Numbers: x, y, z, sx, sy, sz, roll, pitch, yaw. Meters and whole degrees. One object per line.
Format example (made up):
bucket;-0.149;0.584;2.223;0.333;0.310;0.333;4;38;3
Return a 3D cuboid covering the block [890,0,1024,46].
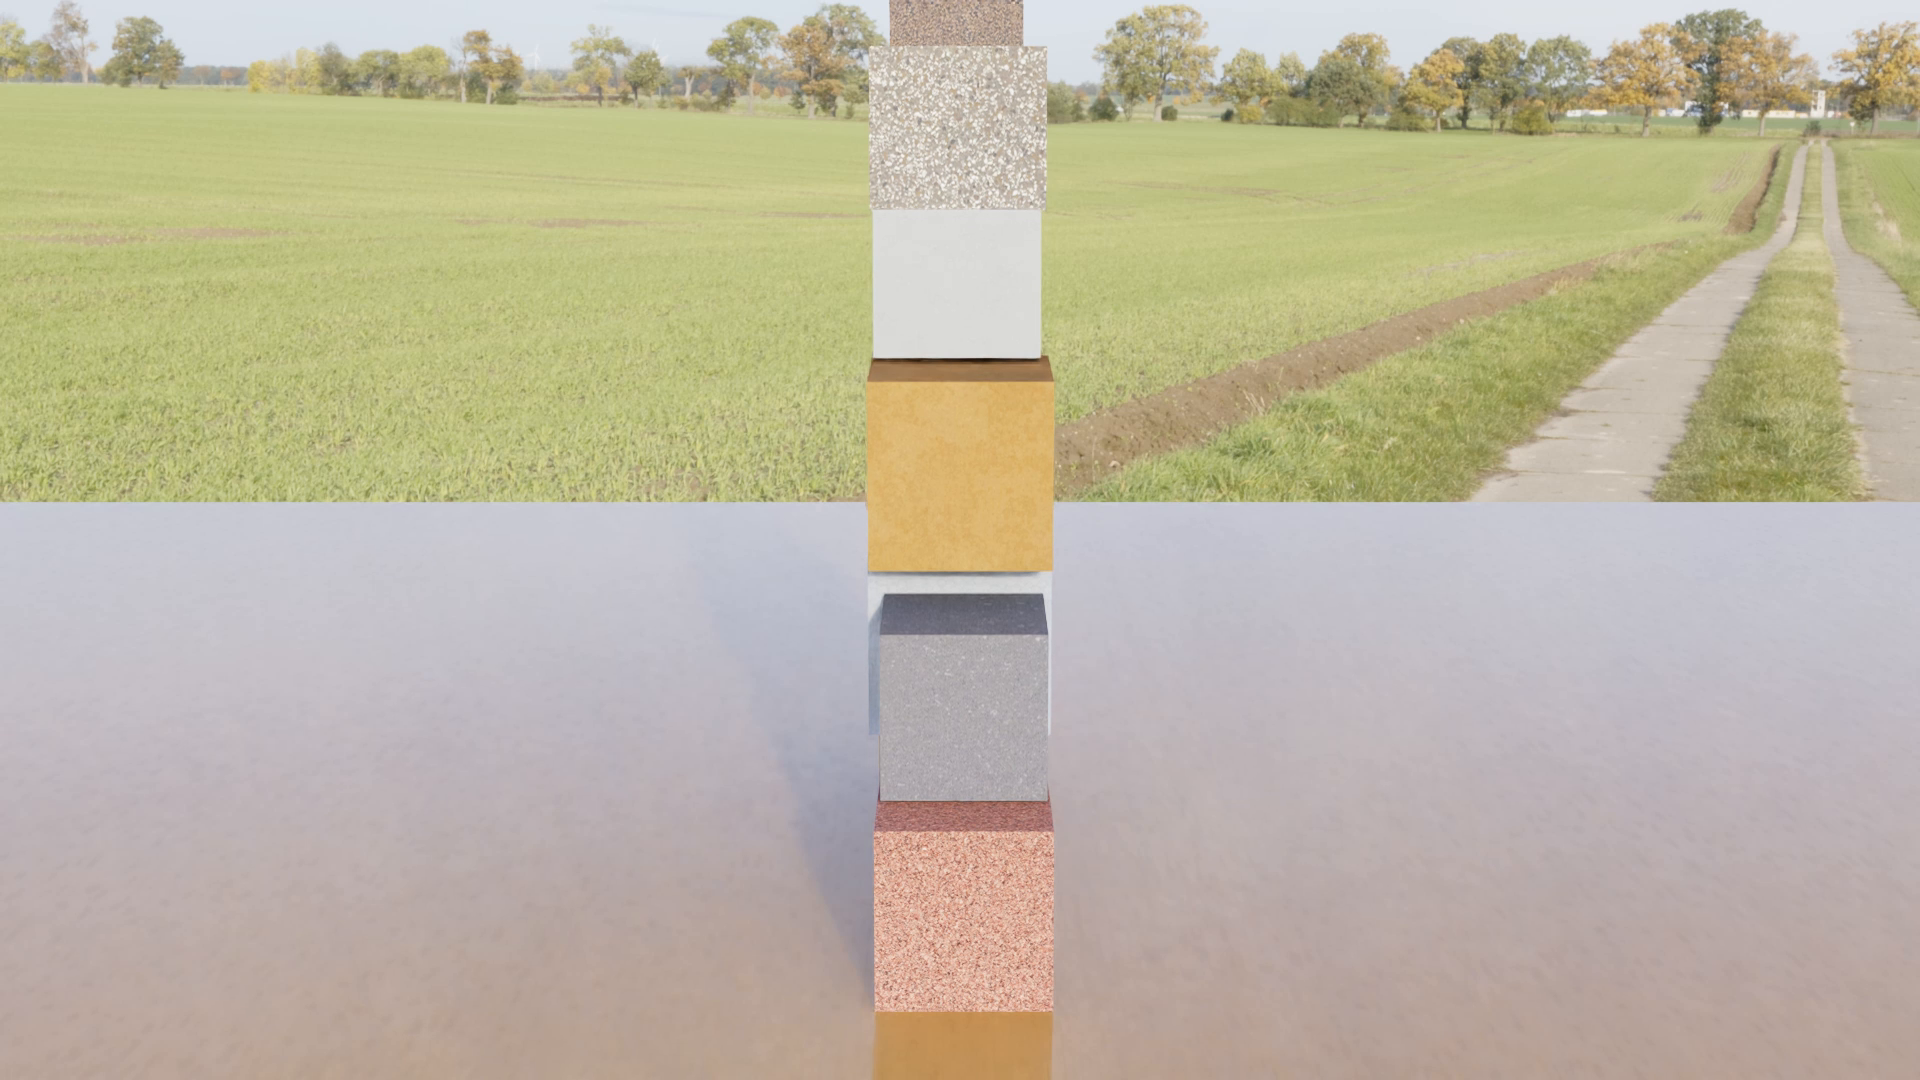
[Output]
block;-0.014;-2.332;10.794;0.552;0.548;0.549;0;7;0

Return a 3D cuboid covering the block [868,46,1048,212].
block;-0.008;-1.729;10.867;0.729;0.668;0.692;0;7;0

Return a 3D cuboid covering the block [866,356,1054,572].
block;0.002;-0.324;10.440;0.732;0.757;0.728;0;12;0

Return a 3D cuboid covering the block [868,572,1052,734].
block;-0.001;0.351;10.921;0.753;0.768;0.755;0;12;0

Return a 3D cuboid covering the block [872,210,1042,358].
block;-0.012;-1.072;10.705;0.682;0.598;0.592;0;7;0

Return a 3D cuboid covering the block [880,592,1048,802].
block;0.015;0.616;10.235;0.650;0.668;0.670;0;13;0

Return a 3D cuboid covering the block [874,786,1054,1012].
block;0.015;1.373;10.033;0.675;0.709;0.748;0;10;0
